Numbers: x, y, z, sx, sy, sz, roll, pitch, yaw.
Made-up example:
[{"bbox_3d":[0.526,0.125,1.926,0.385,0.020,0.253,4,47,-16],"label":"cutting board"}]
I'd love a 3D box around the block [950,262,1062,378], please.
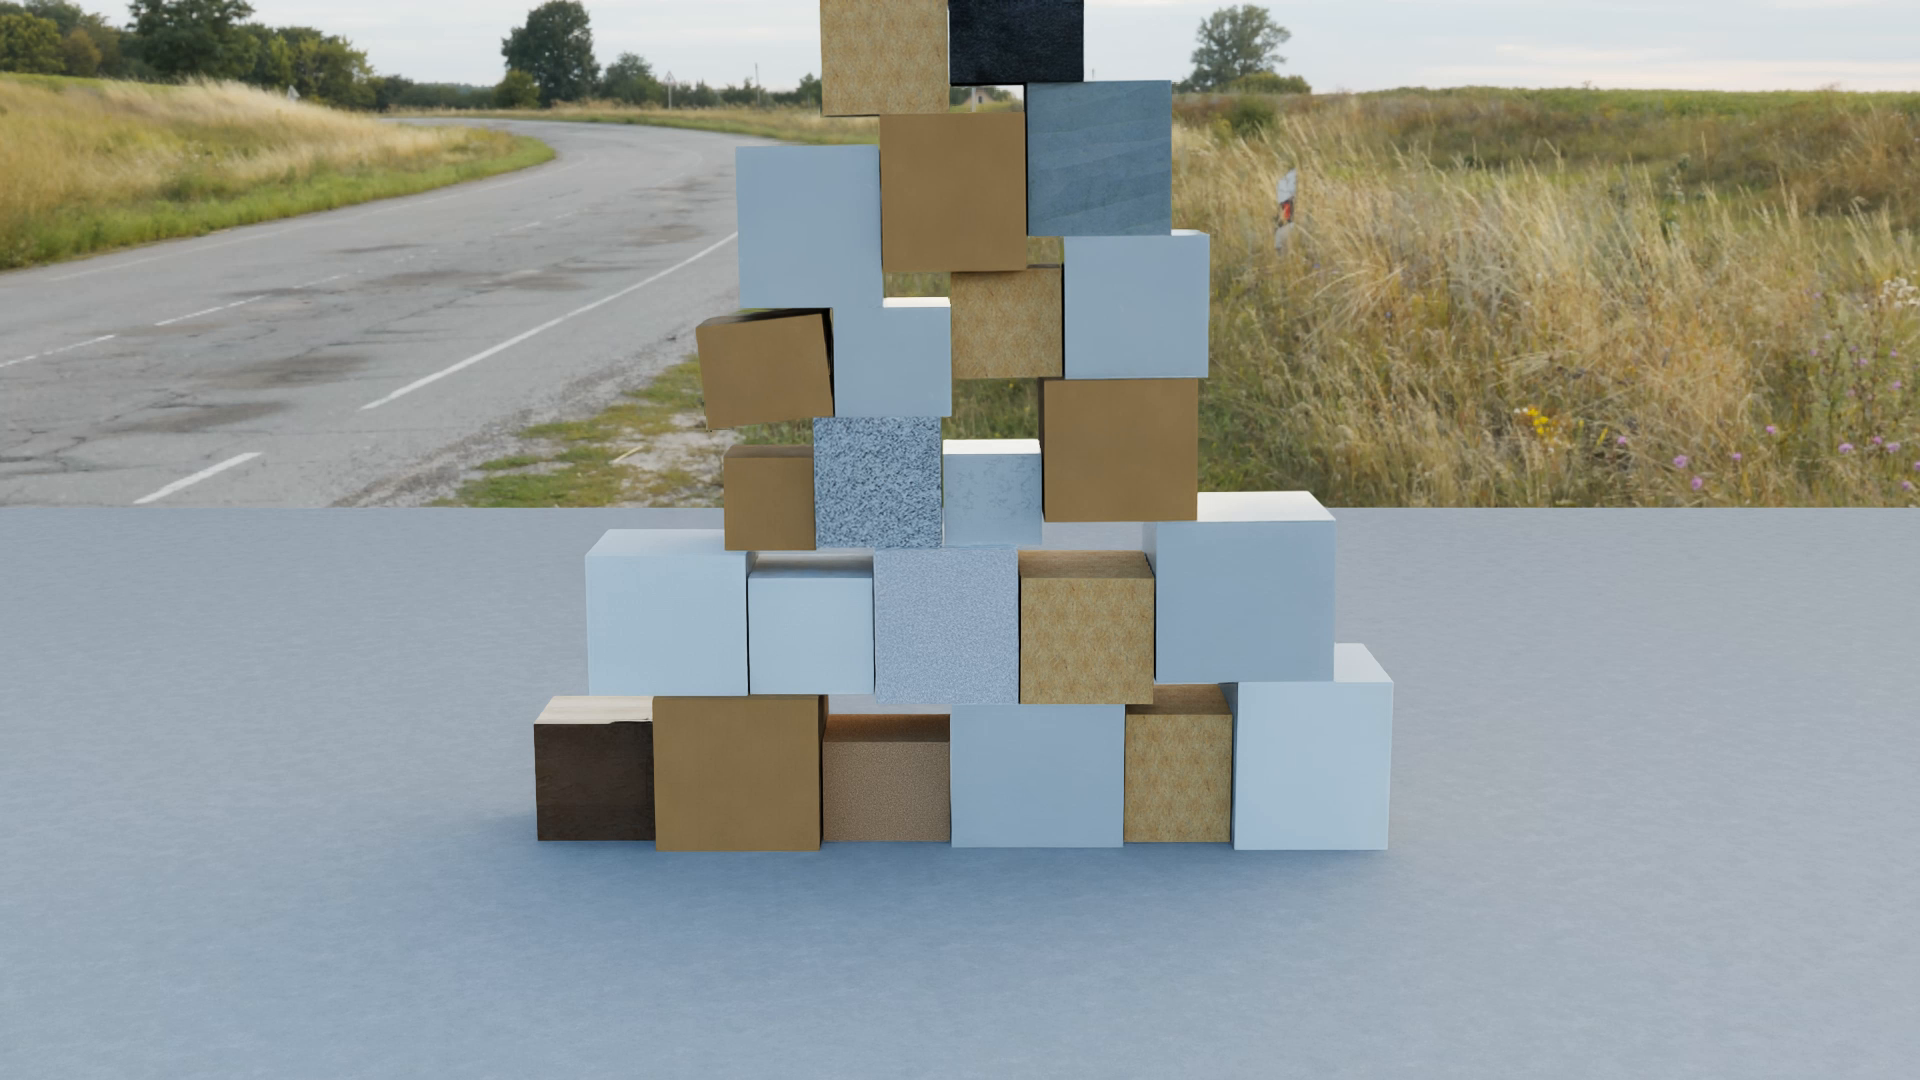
[{"bbox_3d":[0.228,-1.102,10.999,0.541,0.532,0.472,-1,10,0],"label":"block"}]

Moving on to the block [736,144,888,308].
[{"bbox_3d":[-0.724,-1.565,10.914,0.693,0.774,0.664,-1,10,0],"label":"block"}]

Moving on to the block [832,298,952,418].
[{"bbox_3d":[-0.329,-0.922,11.019,0.570,0.537,0.630,0,10,0],"label":"block"}]

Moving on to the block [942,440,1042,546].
[{"bbox_3d":[0.162,-0.246,11.124,0.489,0.459,0.506,-1,10,0],"label":"block"}]

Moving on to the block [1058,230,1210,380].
[{"bbox_3d":[0.856,-1.183,10.960,0.697,0.688,0.647,-1,10,0],"label":"block"}]

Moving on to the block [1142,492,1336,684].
[{"bbox_3d":[1.403,0.225,11.238,0.876,0.808,0.897,-1,10,0],"label":"block"}]

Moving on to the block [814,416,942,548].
[{"bbox_3d":[-0.405,-0.335,11.107,0.622,0.649,0.602,0,10,0],"label":"block"}]

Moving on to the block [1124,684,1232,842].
[{"bbox_3d":[1.099,1.147,11.396,0.537,0.666,0.628,0,10,0],"label":"block"}]

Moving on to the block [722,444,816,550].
[{"bbox_3d":[-0.944,-0.219,11.143,0.456,0.468,0.466,0,10,0],"label":"block"}]

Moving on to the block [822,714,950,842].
[{"bbox_3d":[-0.372,1.224,11.385,0.641,0.519,0.552,0,10,0],"label":"block"}]

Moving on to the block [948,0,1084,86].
[{"bbox_3d":[0.266,-2.542,10.728,0.638,0.620,0.695,-1,10,0],"label":"block"}]

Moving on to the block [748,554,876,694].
[{"bbox_3d":[-0.738,0.421,11.246,0.619,0.589,0.660,0,10,0],"label":"block"}]

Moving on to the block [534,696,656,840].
[{"bbox_3d":[-1.837,1.175,11.390,0.614,0.614,0.567,0,10,0],"label":"block"}]

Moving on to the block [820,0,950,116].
[{"bbox_3d":[-0.358,-2.364,10.736,0.607,0.569,0.545,-1,10,0],"label":"block"}]

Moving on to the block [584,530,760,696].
[{"bbox_3d":[-1.452,0.359,11.254,0.788,0.708,0.755,0,10,0],"label":"block"}]

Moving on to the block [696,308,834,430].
[{"bbox_3d":[-0.951,-0.875,11.025,0.620,0.499,0.600,-6,10,1],"label":"block"}]

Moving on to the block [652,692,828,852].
[{"bbox_3d":[-1.112,1.095,11.363,0.818,0.779,0.878,0,10,0],"label":"block"}]

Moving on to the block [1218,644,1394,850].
[{"bbox_3d":[1.761,1.051,11.369,0.767,0.864,0.855,0,10,0],"label":"block"}]

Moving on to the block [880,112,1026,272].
[{"bbox_3d":[-0.030,-1.724,10.869,0.692,0.749,0.702,-1,10,0],"label":"block"}]

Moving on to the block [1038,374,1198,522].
[{"bbox_3d":[0.783,-0.505,11.103,0.746,0.695,0.835,-1,10,0],"label":"block"}]

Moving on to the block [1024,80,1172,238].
[{"bbox_3d":[0.669,-1.881,10.842,0.689,0.732,0.624,-1,10,0],"label":"block"}]

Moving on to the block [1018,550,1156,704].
[{"bbox_3d":[0.631,0.435,11.254,0.659,0.638,0.758,0,10,0],"label":"block"}]

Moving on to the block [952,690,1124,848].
[{"bbox_3d":[0.389,1.114,11.372,0.862,0.740,0.758,0,10,0],"label":"block"}]

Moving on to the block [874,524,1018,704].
[{"bbox_3d":[-0.067,0.363,11.249,0.710,0.782,0.751,-1,10,0],"label":"block"}]
